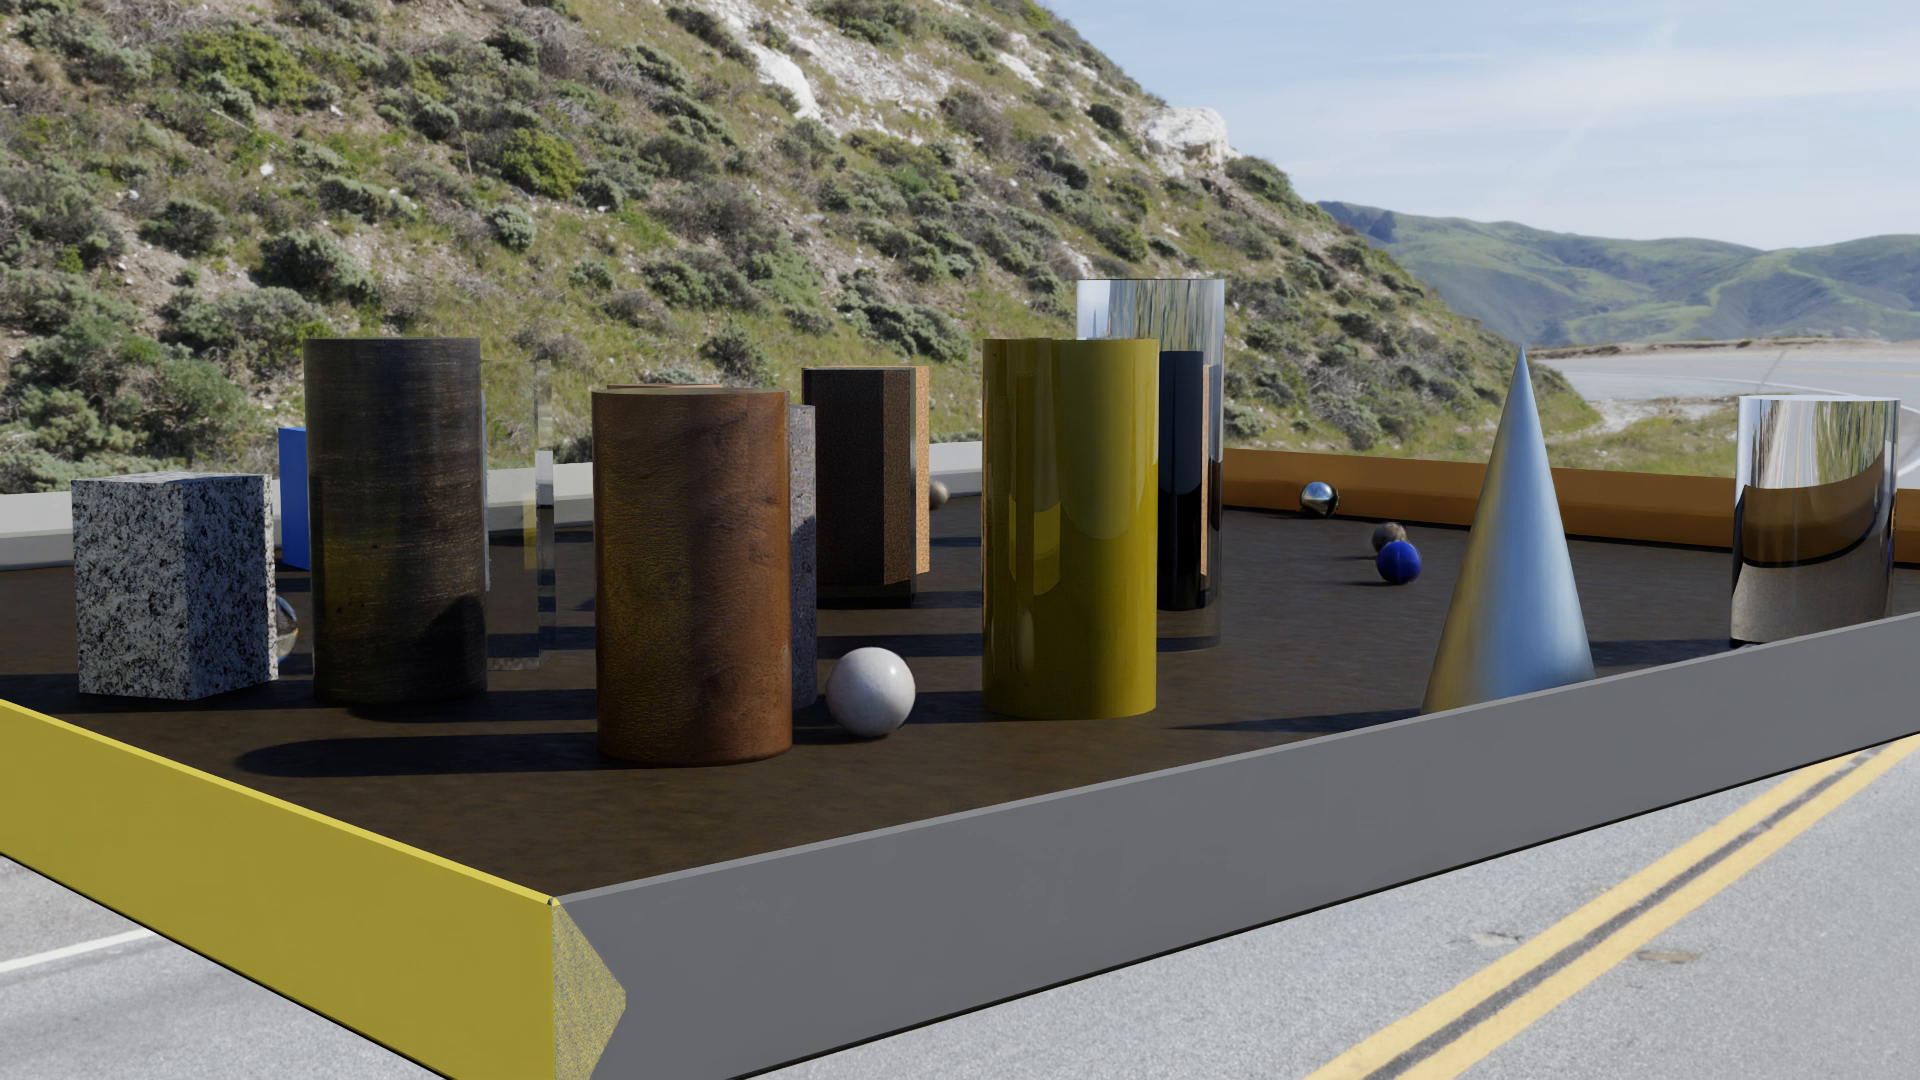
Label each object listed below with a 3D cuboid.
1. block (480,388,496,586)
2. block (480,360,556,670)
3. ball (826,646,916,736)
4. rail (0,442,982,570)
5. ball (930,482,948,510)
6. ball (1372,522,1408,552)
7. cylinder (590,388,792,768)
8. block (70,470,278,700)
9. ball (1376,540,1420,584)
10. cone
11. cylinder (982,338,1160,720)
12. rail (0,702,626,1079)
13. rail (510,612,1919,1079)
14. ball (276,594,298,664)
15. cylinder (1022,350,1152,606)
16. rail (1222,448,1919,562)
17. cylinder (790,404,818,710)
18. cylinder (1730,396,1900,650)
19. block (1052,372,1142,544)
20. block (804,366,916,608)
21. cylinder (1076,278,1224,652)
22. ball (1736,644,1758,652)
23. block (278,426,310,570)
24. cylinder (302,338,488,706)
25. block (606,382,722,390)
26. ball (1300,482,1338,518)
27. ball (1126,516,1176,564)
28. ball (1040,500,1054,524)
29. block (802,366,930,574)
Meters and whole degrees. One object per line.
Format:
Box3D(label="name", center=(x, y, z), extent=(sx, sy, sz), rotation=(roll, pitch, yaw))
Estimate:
Box3D(label="block", center=(-0.857, -0.089, 3.594), extent=(0.159, 0.319, 0.159), rotation=(-2, 6, -22))
Box3D(label="block", center=(-0.606, -0.036, 2.789), extent=(0.159, 0.381, 0.159), rotation=(0, 6, -3))
Box3D(label="ball", center=(-0.094, 0.159, 2.306), extent=(0.094, 0.094, 0.094), rotation=(0, 6, 0))
Box3D(label="rail", center=(-0.959, -0.074, 4.366), extent=(3.250, 0.129, 0.045), rotation=(-5, 8, -42))
Box3D(label="ball", center=(-0.058, -0.099, 4.938), extent=(0.061, 0.061, 0.061), rotation=(0, 6, 0))
Box3D(label="ball", center=(0.778, 0.000, 3.983), extent=(0.063, 0.063, 0.063), rotation=(0, 6, 0))
Box3D(label="cylinder", center=(-0.270, 0.031, 2.228), extent=(0.198, 0.364, 0.198), rotation=(0, 6, 0))
Box3D(label="block", center=(-0.929, 0.050, 2.608), extent=(0.159, 0.249, 0.159), rotation=(2, 6, 20))
Box3D(label="ball", center=(0.716, 0.036, 3.598), extent=(0.071, 0.071, 0.071), rotation=(0, 6, 0))
Box3D(label="cone", center=(0.603, -0.008, 2.380), extent=(0.198, 0.412, 0.198), rotation=(0, 6, 0))
Box3D(label="cylinder", center=(0.124, -0.019, 2.477), extent=(0.198, 0.413, 0.198), rotation=(0, 6, 0))
Box3D(label="rail", center=(-1.177, 0.146, 2.252), extent=(0.045, 0.129, 2.877), rotation=(-5, 8, -42))
Box3D(label="rail", center=(0.959, 0.141, 2.298), extent=(3.250, 0.129, 0.045), rotation=(-5, 8, -42))
Box3D(label="ball", center=(-0.874, 0.112, 2.734), extent=(0.099, 0.099, 0.099), rotation=(0, 6, 0))
Box3D(label="cylinder", center=(0.197, -0.101, 3.406), extent=(0.198, 0.382, 0.198), rotation=(0, 6, 0))
Box3D(label="rail", center=(1.177, -0.079, 4.412), extent=(0.045, 0.129, 2.877), rotation=(-5, 8, -42))
Box3D(label="cylinder", center=(-0.263, 0.017, 2.503), extent=(0.198, 0.336, 0.198), rotation=(0, 6, 0))
Box3D(label="cylinder", center=(1.120, -0.021, 2.884), extent=(0.198, 0.331, 0.198), rotation=(0, 6, 0))
Box3D(label="block", center=(0.265, -0.162, 4.263), extent=(0.159, 0.326, 0.159), rotation=(0, 6, -1))
Box3D(label="block", center=(-0.151, -0.084, 3.372), extent=(0.159, 0.357, 0.159), rotation=(0, 6, 2))
Box3D(label="cylinder", center=(0.253, -0.105, 2.950), extent=(0.198, 0.485, 0.198), rotation=(0, 6, 0))
Box3D(label="ball", center=(0.959, 0.147, 2.664), extent=(0.043, 0.043, 0.043), rotation=(0, 6, 0))
Box3D(label="block", center=(-1.090, -0.077, 3.865), extent=(0.159, 0.239, 0.159), rotation=(-4, 7, -35))
Box3D(label="cylinder", center=(-0.654, -0.027, 2.556), extent=(0.198, 0.413, 0.198), rotation=(0, 6, 0))
Box3D(label="block", center=(-0.583, -0.157, 4.351), extent=(0.159, 0.299, 0.159), rotation=(4, 7, 33))
Box3D(label="ball", center=(0.771, -0.087, 4.734), extent=(0.079, 0.079, 0.079), rotation=(0, 6, 0))
Box3D(label="ball", center=(0.336, 0.001, 3.868), extent=(0.085, 0.085, 0.085), rotation=(0, 6, 0))
Box3D(label="ball", center=(0.191, -0.059, 4.620), extent=(0.048, 0.048, 0.048), rotation=(0, 6, 0))
Box3D(label="block", center=(-0.159, -0.117, 3.717), extent=(0.159, 0.350, 0.159), rotation=(3, 7, 25))
